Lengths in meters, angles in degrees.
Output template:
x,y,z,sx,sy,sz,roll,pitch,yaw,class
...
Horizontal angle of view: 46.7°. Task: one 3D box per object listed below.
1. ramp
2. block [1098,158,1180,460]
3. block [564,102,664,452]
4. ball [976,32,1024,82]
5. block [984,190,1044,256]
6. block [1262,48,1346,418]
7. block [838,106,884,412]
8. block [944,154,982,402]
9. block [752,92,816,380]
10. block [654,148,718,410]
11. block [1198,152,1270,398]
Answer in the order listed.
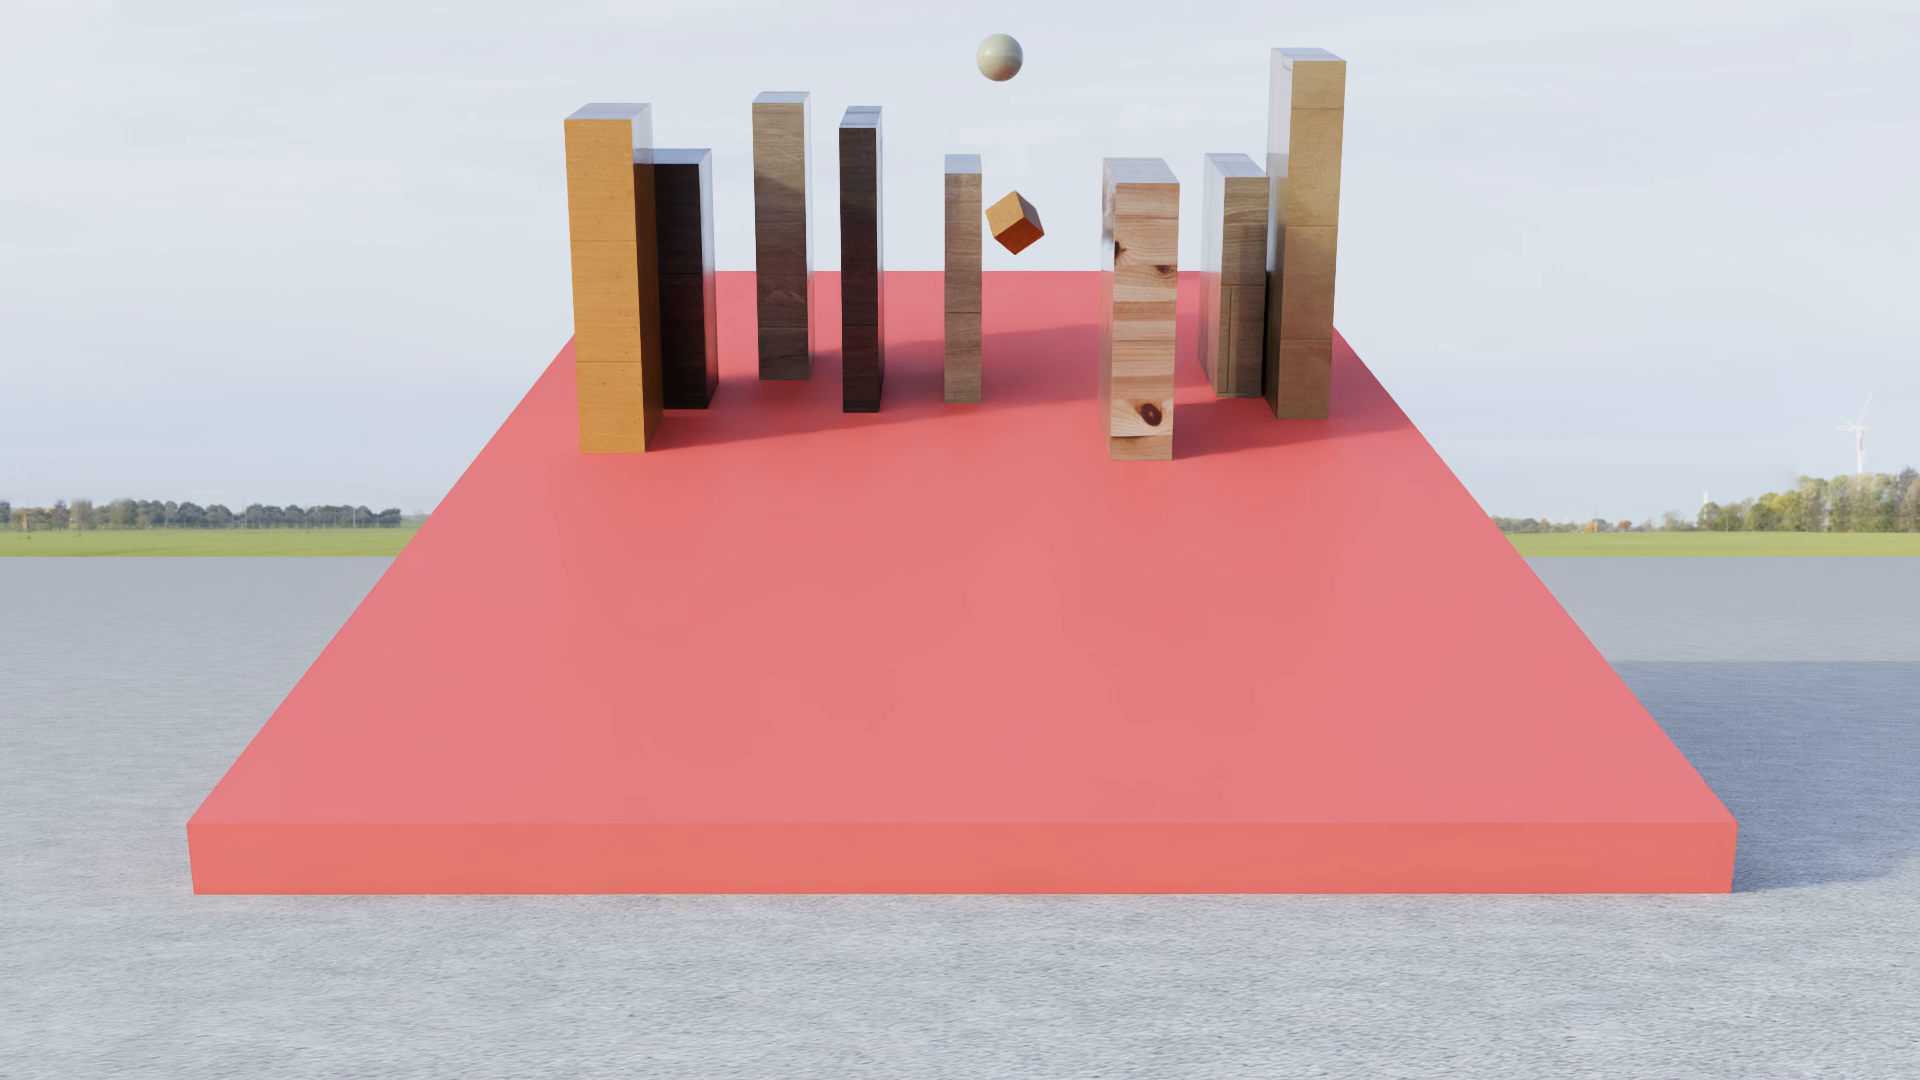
x,y,z,sx,sy,sz,roll,pitch,yaw,class
-0.003,-0.175,4.790,2.000,0.100,4.000,0,17,0,ramp
0.373,-0.495,4.691,0.128,0.571,0.393,0,17,0,block
-0.725,-0.558,4.693,0.134,0.688,0.315,0,17,0,block
0.118,-1.428,6.581,0.142,0.142,0.142,0,0,0,ball
0.155,-0.893,6.260,0.107,0.107,0.107,-32,-38,22,block
0.759,-0.690,4.975,0.114,0.779,0.339,0,17,0,block
-0.222,-0.653,5.100,0.081,0.631,0.445,0,17,0,block
0.006,-0.611,5.151,0.084,0.521,0.334,0,17,0,block
-0.419,-0.731,5.320,0.119,0.650,0.259,0,17,0,block
-0.642,-0.596,5.053,0.144,0.550,0.266,0,17,0,block
0.642,-0.632,5.249,0.101,0.506,0.428,0,17,0,block
